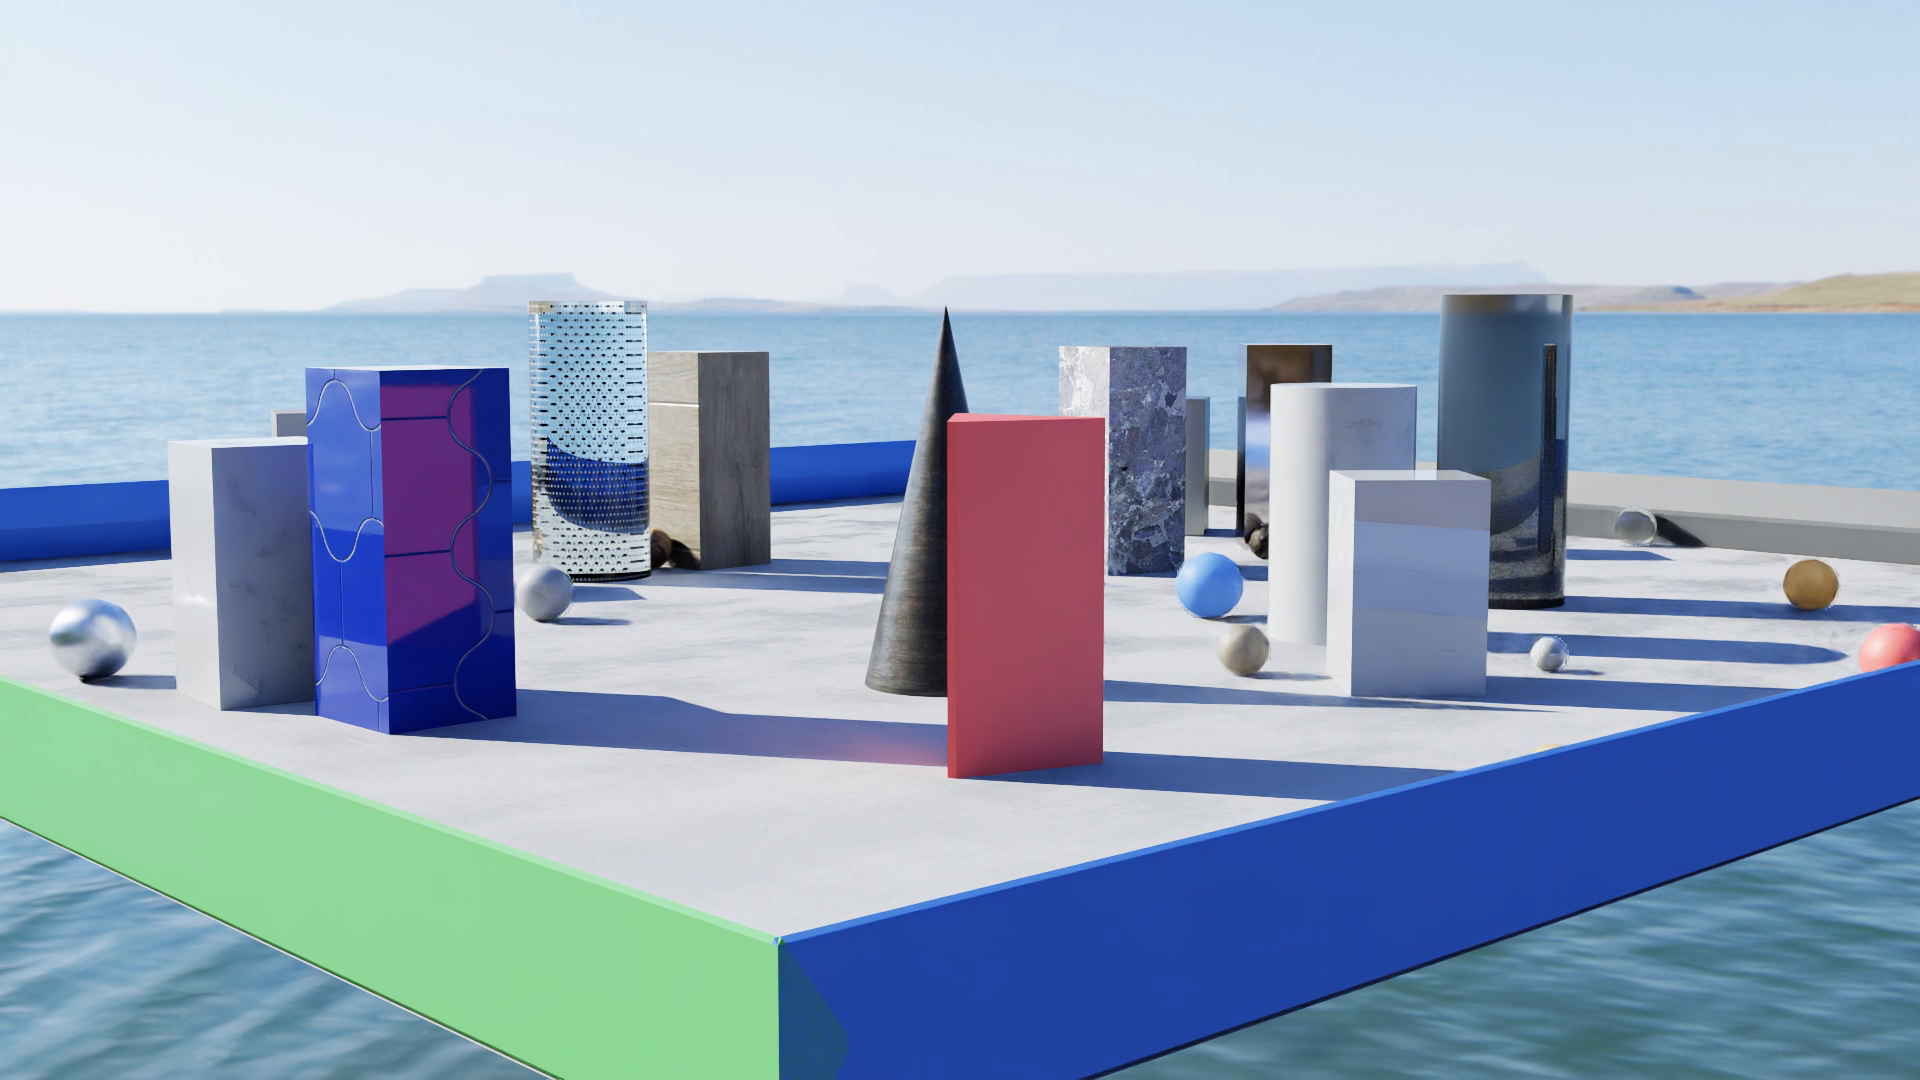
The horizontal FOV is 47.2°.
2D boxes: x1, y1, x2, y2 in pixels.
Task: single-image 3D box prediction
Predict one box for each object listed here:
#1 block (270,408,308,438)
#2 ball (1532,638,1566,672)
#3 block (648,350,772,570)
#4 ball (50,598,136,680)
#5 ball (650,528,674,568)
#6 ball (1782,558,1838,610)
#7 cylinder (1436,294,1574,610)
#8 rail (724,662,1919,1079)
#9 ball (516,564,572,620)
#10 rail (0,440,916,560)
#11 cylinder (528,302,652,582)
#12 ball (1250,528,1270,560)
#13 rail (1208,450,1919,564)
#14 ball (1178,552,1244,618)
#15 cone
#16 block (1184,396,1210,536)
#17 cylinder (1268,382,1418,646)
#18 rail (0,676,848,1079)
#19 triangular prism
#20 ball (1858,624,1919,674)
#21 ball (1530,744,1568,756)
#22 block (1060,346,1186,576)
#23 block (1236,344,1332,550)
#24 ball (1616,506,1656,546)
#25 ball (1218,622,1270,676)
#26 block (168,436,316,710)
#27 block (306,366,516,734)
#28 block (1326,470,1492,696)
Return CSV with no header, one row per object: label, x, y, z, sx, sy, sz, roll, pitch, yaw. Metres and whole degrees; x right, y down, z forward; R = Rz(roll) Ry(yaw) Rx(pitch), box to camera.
block,-1.021,-0.067,3.547,0.157,0.283,0.157,-2,6,-20
ball,0.728,0.141,2.719,0.042,0.042,0.042,0,6,0
block,-0.444,-0.144,3.855,0.157,0.372,0.157,-6,8,-44
ball,-1.047,0.119,2.659,0.098,0.098,0.098,0,6,0
ball,-0.531,0.014,3.797,0.071,0.071,0.071,0,6,0
ball,1.263,0.067,3.266,0.077,0.077,0.077,0,6,0
cylinder,0.826,-0.138,3.349,0.196,0.467,0.196,0,6,0
rail,1.053,0.152,2.197,3.160,0.127,0.045,-5,8,-42
ball,-0.598,0.076,3.162,0.080,0.080,0.080,0,6,0
rail,-1.053,-0.086,4.467,3.160,0.127,0.045,-5,8,-42
cylinder,-0.618,-0.168,3.671,0.196,0.458,0.196,0,6,0
ball,0.547,0.006,3.941,0.058,0.058,0.058,0,6,0
rail,1.144,-0.077,4.382,0.045,0.127,3.154,-5,8,-42
ball,0.363,0.065,3.184,0.096,0.096,0.096,0,6,0
cone,-0.016,-0.054,2.610,0.196,0.452,0.196,0,6,0
block,0.418,-0.152,4.422,0.157,0.270,0.157,1,6,10
cylinder,0.520,-0.039,2.999,0.196,0.343,0.196,0,6,0
rail,-1.144,0.143,2.282,0.045,0.127,3.154,-5,8,-42
triangular prism,0.033,0.047,2.183,0.170,0.340,0.147,-3,7,-27
ball,1.090,0.138,2.558,0.082,0.082,0.082,0,6,0
ball,0.534,0.211,1.972,0.058,0.058,0.058,0,6,0
block,0.278,-0.141,3.777,0.157,0.382,0.157,-3,7,-29
block,0.608,-0.178,4.143,0.157,0.380,0.157,0,6,1
ball,1.279,-0.026,4.162,0.075,0.075,0.075,0,6,0
ball,0.347,0.133,2.689,0.064,0.064,0.064,0,6,0
block,-0.808,0.033,2.545,0.157,0.293,0.157,-4,7,-36
block,-0.599,0.003,2.402,0.157,0.382,0.157,-6,8,-44
block,0.529,0.048,2.607,0.157,0.251,0.157,0,6,-1
